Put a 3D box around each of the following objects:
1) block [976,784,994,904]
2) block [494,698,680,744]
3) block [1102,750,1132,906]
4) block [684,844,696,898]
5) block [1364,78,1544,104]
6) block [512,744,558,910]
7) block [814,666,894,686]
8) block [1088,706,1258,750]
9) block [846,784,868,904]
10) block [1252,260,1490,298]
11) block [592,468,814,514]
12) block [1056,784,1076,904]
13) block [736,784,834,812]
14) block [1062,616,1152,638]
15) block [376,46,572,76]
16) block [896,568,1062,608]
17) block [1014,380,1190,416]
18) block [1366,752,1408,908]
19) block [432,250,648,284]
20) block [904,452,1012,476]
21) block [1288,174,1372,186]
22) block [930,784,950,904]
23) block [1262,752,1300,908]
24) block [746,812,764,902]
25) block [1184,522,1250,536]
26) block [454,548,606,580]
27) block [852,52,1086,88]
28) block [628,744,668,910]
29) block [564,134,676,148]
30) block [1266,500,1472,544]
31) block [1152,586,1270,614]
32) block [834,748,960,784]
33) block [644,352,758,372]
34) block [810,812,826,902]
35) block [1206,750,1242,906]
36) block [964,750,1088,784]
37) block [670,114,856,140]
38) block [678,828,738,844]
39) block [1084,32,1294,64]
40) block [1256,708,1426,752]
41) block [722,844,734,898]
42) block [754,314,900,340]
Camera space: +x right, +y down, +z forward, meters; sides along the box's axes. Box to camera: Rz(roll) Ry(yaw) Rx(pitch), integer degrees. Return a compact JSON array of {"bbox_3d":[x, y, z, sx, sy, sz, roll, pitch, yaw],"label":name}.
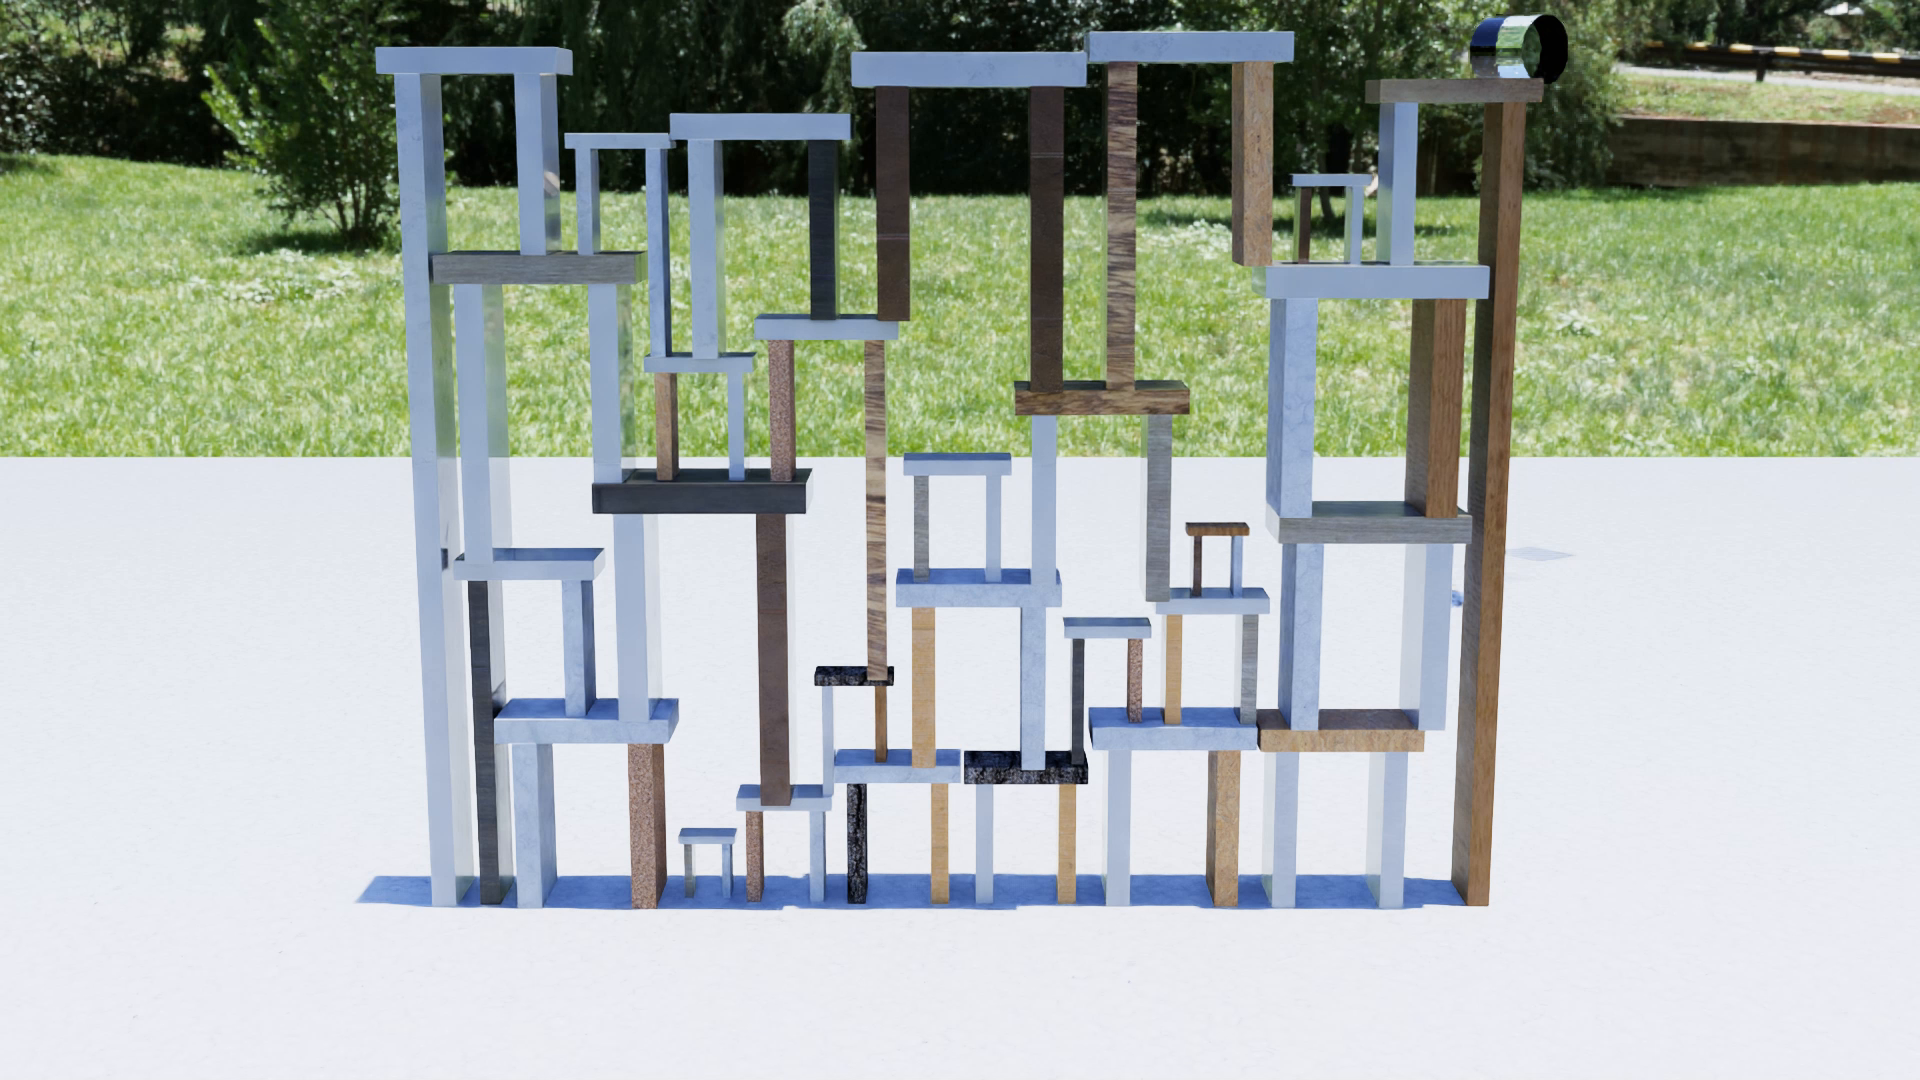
[{"bbox_3d":[0.040,0.490,3.653,0.029,0.203,0.102,0,11,0],"label":"block"},{"bbox_3d":[-0.610,0.296,3.610,0.280,0.040,0.140,0,11,0],"label":"block"},{"bbox_3d":[0.259,0.459,3.647,0.038,0.266,0.133,0,11,0],"label":"block"},{"bbox_3d":[-0.449,0.544,3.662,0.013,0.094,0.047,0,11,0],"label":"block"},{"bbox_3d":[0.768,-0.700,3.428,0.249,0.035,0.125,0,11,0],"label":"block"},{"bbox_3d":[-0.703,0.453,3.640,0.040,0.280,0.140,0,11,0],"label":"block"},{"bbox_3d":[-0.173,0.223,3.603,0.129,0.018,0.064,0,11,0],"label":"block"},{"bbox_3d":[0.348,0.310,3.619,0.266,0.038,0.133,0,11,0],"label":"block"},{"bbox_3d":[-0.170,0.488,3.652,0.029,0.206,0.103,0,11,0],"label":"block"},{"bbox_3d":[0.645,-0.413,3.481,0.345,0.049,0.172,0,11,0],"label":"block"},{"bbox_3d":[-0.411,-0.079,3.544,0.337,0.048,0.169,0,11,0],"label":"block"},{"bbox_3d":[0.176,0.490,3.653,0.029,0.203,0.102,0,11,0],"label":"block"},{"bbox_3d":[-0.288,0.426,3.635,0.157,0.022,0.078,0,11,0],"label":"block"},{"bbox_3d":[0.239,0.143,3.587,0.141,0.020,0.071,0,11,0],"label":"block"},{"bbox_3d":[-0.754,-0.745,3.425,0.276,0.039,0.138,0,11,0],"label":"block"},{"bbox_3d":[0.030,0.077,3.579,0.266,0.038,0.133,0,10,0],"label":"block"},{"bbox_3d":[0.224,-0.228,3.516,0.274,0.039,0.137,0,11,0],"label":"block"},{"bbox_3d":[0.706,0.461,3.641,0.037,0.265,0.132,0,11,0],"label":"block"},{"bbox_3d":[-0.659,-0.432,3.479,0.312,0.044,0.156,0,11,0],"label":"block"},{"bbox_3d":[-0.004,-0.122,3.536,0.173,0.024,0.086,0,10,0],"label":"block"},{"bbox_3d":[0.580,-0.566,3.455,0.122,0.017,0.061,0,11,1],"label":"block"},{"bbox_3d":[-0.033,0.488,3.652,0.029,0.206,0.103,0,11,0],"label":"block"},{"bbox_3d":[0.529,0.461,3.641,0.037,0.265,0.132,0,11,0],"label":"block"},{"bbox_3d":[-0.340,0.514,3.652,0.022,0.157,0.078,0,11,0],"label":"block"},{"bbox_3d":[0.415,-0.018,3.552,0.099,0.014,0.050,0,11,0],"label":"block"},{"bbox_3d":[-0.697,0.039,3.568,0.225,0.032,0.113,0,11,0],"label":"block"},{"bbox_3d":[0.014,-0.730,3.418,0.356,0.050,0.178,0,11,1],"label":"block"},{"bbox_3d":[-0.517,0.453,3.640,0.040,0.280,0.140,0,11,0],"label":"block"},{"bbox_3d":[-0.529,-0.624,3.437,0.163,0.023,0.081,0,11,-1],"label":"block"},{"bbox_3d":[0.657,-0.029,3.555,0.306,0.043,0.153,0,11,0],"label":"block"},{"bbox_3d":[0.406,0.099,3.578,0.184,0.026,0.092,0,11,0],"label":"block"},{"bbox_3d":[-0.102,0.373,3.631,0.206,0.029,0.103,0,11,0],"label":"block"},{"bbox_3d":[-0.412,-0.283,3.502,0.172,0.024,0.086,0,11,0],"label":"block"},{"bbox_3d":[-0.236,0.514,3.652,0.022,0.157,0.078,0,11,0],"label":"block"},{"bbox_3d":[0.436,0.459,3.647,0.038,0.266,0.133,0,11,0],"label":"block"},{"bbox_3d":[0.108,0.375,3.632,0.203,0.029,0.102,0,10,0],"label":"block"},{"bbox_3d":[-0.306,-0.646,3.436,0.276,0.039,0.138,0,11,0],"label":"block"},{"bbox_3d":[-0.418,0.491,3.652,0.094,0.013,0.047,0,11,0],"label":"block"},{"bbox_3d":[0.352,-0.765,3.419,0.310,0.044,0.155,0,11,-1],"label":"block"},{"bbox_3d":[0.618,0.312,3.613,0.265,0.037,0.132,0,11,0],"label":"block"},{"bbox_3d":[-0.387,0.544,3.662,0.013,0.094,0.047,0,11,0],"label":"block"},{"bbox_3d":[-0.209,-0.339,3.492,0.225,0.032,0.112,0,11,0],"label":"block"}]
